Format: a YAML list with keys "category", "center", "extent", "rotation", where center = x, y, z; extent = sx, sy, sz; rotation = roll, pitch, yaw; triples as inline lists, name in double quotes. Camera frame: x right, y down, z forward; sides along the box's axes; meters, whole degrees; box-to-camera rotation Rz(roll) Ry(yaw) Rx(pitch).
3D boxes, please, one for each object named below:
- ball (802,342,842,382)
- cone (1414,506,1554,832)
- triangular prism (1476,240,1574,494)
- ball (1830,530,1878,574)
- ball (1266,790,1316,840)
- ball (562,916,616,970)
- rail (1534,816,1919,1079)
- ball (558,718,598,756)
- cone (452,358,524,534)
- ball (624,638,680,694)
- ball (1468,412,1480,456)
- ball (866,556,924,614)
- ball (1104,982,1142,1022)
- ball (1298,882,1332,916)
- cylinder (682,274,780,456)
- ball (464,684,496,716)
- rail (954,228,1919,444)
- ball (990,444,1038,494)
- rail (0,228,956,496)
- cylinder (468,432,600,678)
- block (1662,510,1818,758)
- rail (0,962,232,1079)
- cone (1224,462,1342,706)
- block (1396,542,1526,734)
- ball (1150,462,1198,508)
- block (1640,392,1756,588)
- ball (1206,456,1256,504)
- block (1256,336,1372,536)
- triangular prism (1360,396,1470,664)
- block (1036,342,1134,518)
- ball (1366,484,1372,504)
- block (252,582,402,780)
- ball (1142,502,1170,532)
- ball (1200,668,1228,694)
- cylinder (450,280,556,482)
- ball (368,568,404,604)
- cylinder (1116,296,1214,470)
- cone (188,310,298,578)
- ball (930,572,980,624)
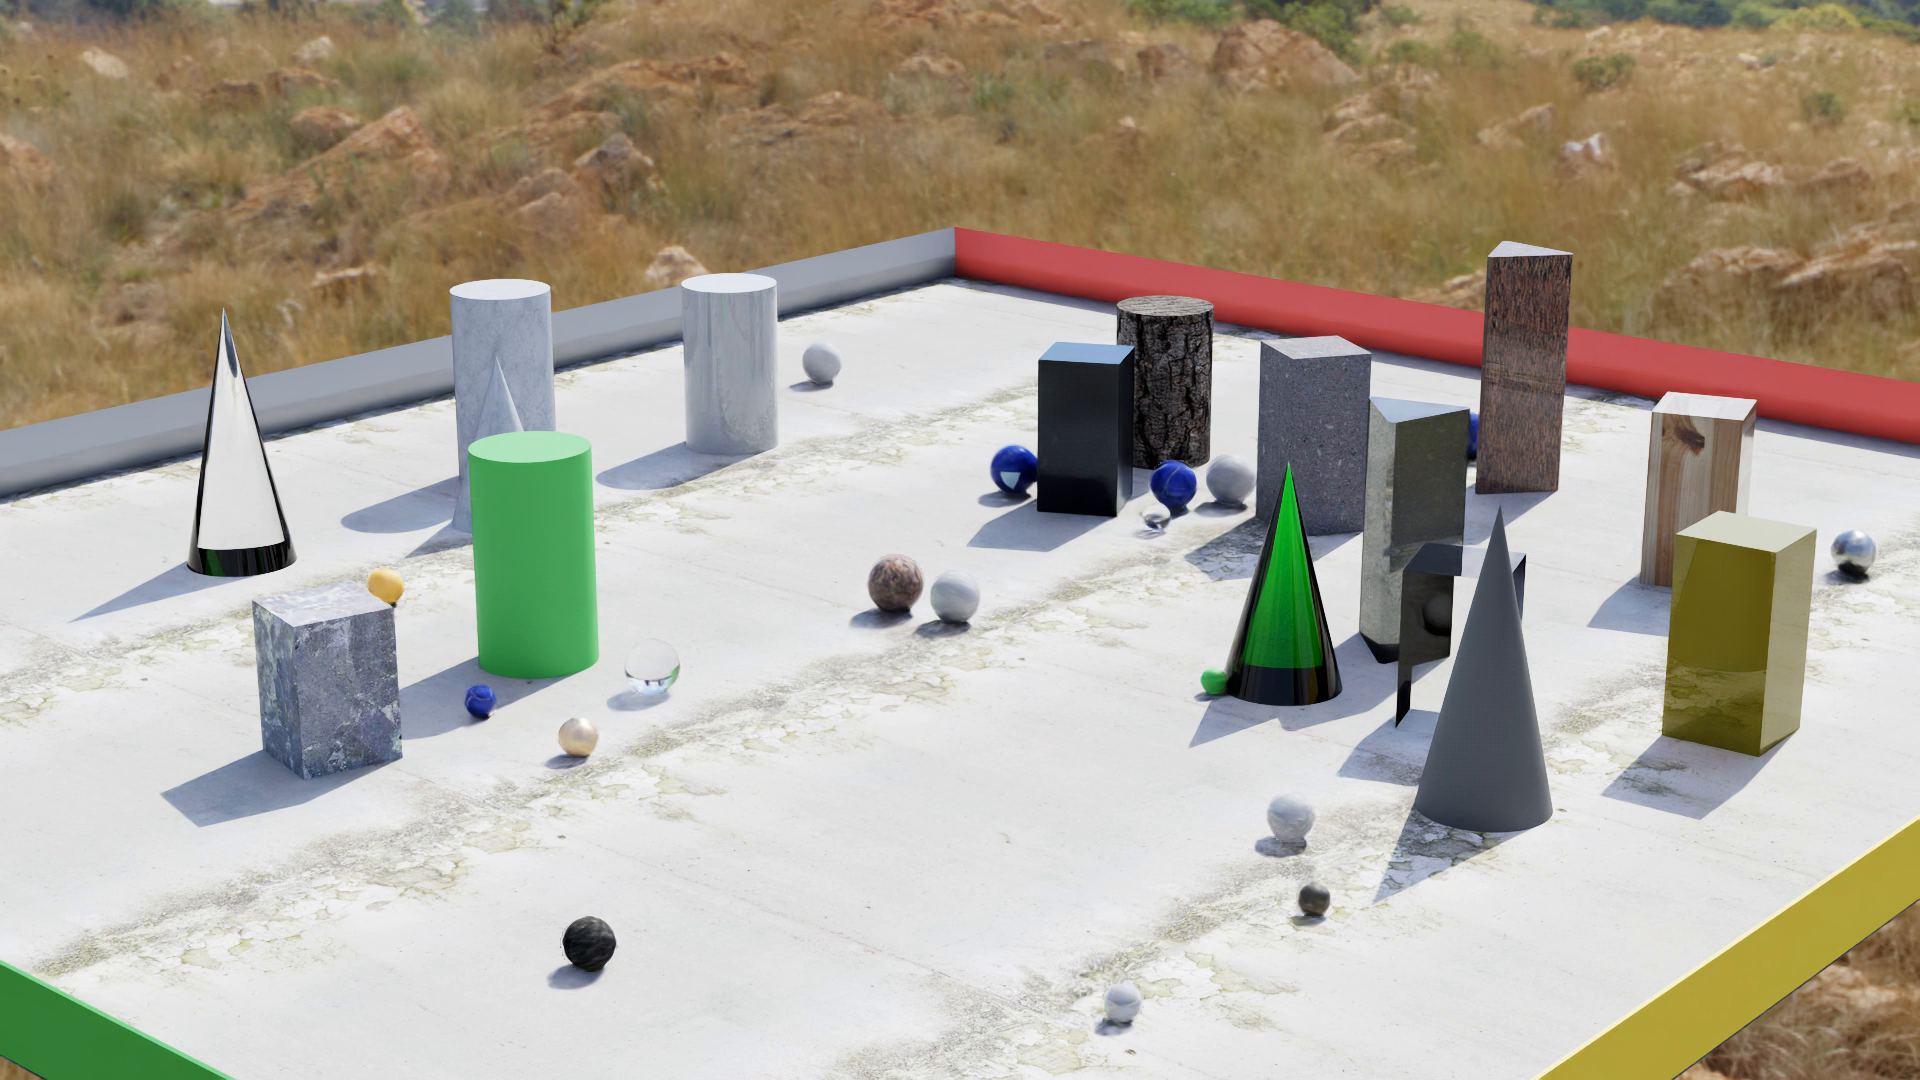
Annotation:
- category: "ball"
  center: [-0.311, -0.401, 6.621]
  extent: [0.092, 0.092, 0.092]
  rotation: [0, 17, 0]
- category: "cone"
  center: [0.748, 0.165, 4.122]
  extent: [0.195, 0.451, 0.195]
  rotation: [0, 17, 0]
- category: "triangular prism"
  center: [1.083, -0.341, 5.761]
  extent: [0.169, 0.473, 0.147]
  rotation: [-3, 17, -9]
- category: "ball"
  center: [1.598, 0.021, 5.241]
  extent: [0.080, 0.080, 0.080]
  rotation: [0, 17, 0]
- category: "ball"
  center: [0.458, 0.382, 4.063]
  extent: [0.069, 0.069, 0.069]
  rotation: [0, 17, 0]
- category: "ball"
  center: [-0.463, 0.504, 3.665]
  extent: [0.066, 0.066, 0.066]
  rotation: [0, 17, 0]
- category: "rail"
  center: [1.360, 0.373, 3.990]
  extent: [0.045, 0.127, 4.157]
  rotation: [14, 22, 39]
- category: "ball"
  center: [-0.570, 0.294, 4.372]
  extent: [0.059, 0.059, 0.059]
  rotation: [0, 17, 0]
- category: "cone"
  center: [-0.866, -0.191, 5.522]
  extent: [0.195, 0.323, 0.195]
  rotation: [0, 17, 0]
- category: "ball"
  center: [-0.487, 0.200, 4.632]
  extent: [0.089, 0.089, 0.089]
  rotation: [0, 17, 0]
- category: "ball"
  center: [1.046, -0.216, 6.008]
  extent: [0.092, 0.092, 0.092]
  rotation: [0, 17, 0]
- category: "ball"
  center: [-0.111, 0.076, 5.027]
  extent: [0.098, 0.098, 0.098]
  rotation: [0, 17, 0]
- category: "ball"
  center: [0.196, 0.556, 3.525]
  extent: [0.046, 0.046, 0.046]
  rotation: [0, 17, 0]
- category: "ball"
  center: [0.462, 0.468, 3.822]
  extent: [0.043, 0.043, 0.043]
  rotation: [0, 17, 0]
- category: "cylinder"
  center: [-0.474, -0.365, 6.069]
  extent: [0.195, 0.340, 0.195]
  rotation: [0, 17, 0]
- category: "ball"
  center: [-0.743, 0.249, 4.538]
  extent: [0.049, 0.049, 0.049]
  rotation: [0, 17, 0]
- category: "rail"
  center: [1.347, -0.416, 6.605]
  extent: [3.649, 0.127, 0.045]
  rotation: [14, 22, 39]
- category: "ball"
  center: [0.107, -0.138, 5.740]
  extent: [0.097, 0.097, 0.097]
  rotation: [0, 17, 0]
- category: "rail"
  center: [-1.360, -0.309, 6.250]
  extent: [0.045, 0.127, 4.157]
  rotation: [14, 22, 39]
- category: "cylinder"
  center: [-0.689, 0.023, 4.750]
  extent: [0.195, 0.360, 0.195]
  rotation: [0, 17, 0]
- category: "block"
  center: [1.177, 0.140, 4.432]
  extent: [0.156, 0.320, 0.156]
  rotation: [12, 21, 35]
- category: "rail"
  center: [-1.347, 0.480, 3.635]
  extent: [3.649, 0.127, 0.045]
  rotation: [14, 22, 39]
- category: "cone"
  center: [0.513, 0.054, 4.627]
  extent: [0.195, 0.371, 0.195]
  rotation: [0, 17, 0]
- category: "block"
  center: [0.768, 0.155, 4.495]
  extent: [0.156, 0.254, 0.156]
  rotation: [6, 18, 21]
- category: "ball"
  center: [0.412, -0.106, 5.644]
  extent: [0.090, 0.090, 0.090]
  rotation: [0, 17, 0]
- category: "block"
  center: [1.306, -0.085, 5.187]
  extent: [0.156, 0.314, 0.156]
  rotation: [7, 18, 22]
- category: "ball"
  center: [0.525, -0.116, 5.669]
  extent: [0.096, 0.096, 0.096]
  rotation: [0, 17, 0]
- category: "block"
  center: [0.661, -0.195, 5.502]
  extent: [0.156, 0.342, 0.156]
  rotation: [-5, 17, -16]
- category: "triangular prism"
  center: [0.716, -0.024, 4.825]
  extent: [0.169, 0.406, 0.147]
  rotation: [-11, 20, -32]
- category: "block"
  center: [0.242, -0.214, 5.641]
  extent: [0.156, 0.299, 0.156]
  rotation: [4, 17, 14]
- category: "ball"
  center: [0.766, -0.089, 5.651]
  extent: [0.055, 0.055, 0.055]
  rotation: [0, 17, 0]
- category: "block"
  center: [-0.939, 0.207, 4.355]
  extent: [0.156, 0.236, 0.156]
  rotation: [-11, 20, -33]
- category: "ball"
  center: [0.368, -0.043, 5.497]
  extent: [0.055, 0.055, 0.055]
  rotation: [0, 17, 0]
- category: "ball"
  center: [0.402, 0.222, 4.639]
  extent: [0.042, 0.042, 0.042]
  rotation: [0, 17, 0]
- category: "cylinder"
  center: [-0.903, -0.309, 5.810]
  extent: [0.195, 0.383, 0.195]
  rotation: [0, 17, 0]
- category: "ball"
  center: [-0.993, 0.080, 5.075]
  extent: [0.062, 0.062, 0.062]
  rotation: [0, 17, 0]
- category: "cylinder"
  center: [0.414, -0.321, 5.963]
  extent: [0.195, 0.318, 0.195]
  rotation: [0, 17, 0]
- category: "cone"
  center: [-1.303, -0.188, 5.255]
  extent: [0.195, 0.472, 0.195]
  rotation: [0, 17, 0]
- category: "ball"
  center: [-0.008, 0.098, 4.971]
  extent: [0.088, 0.088, 0.088]
  rotation: [0, 17, 0]
